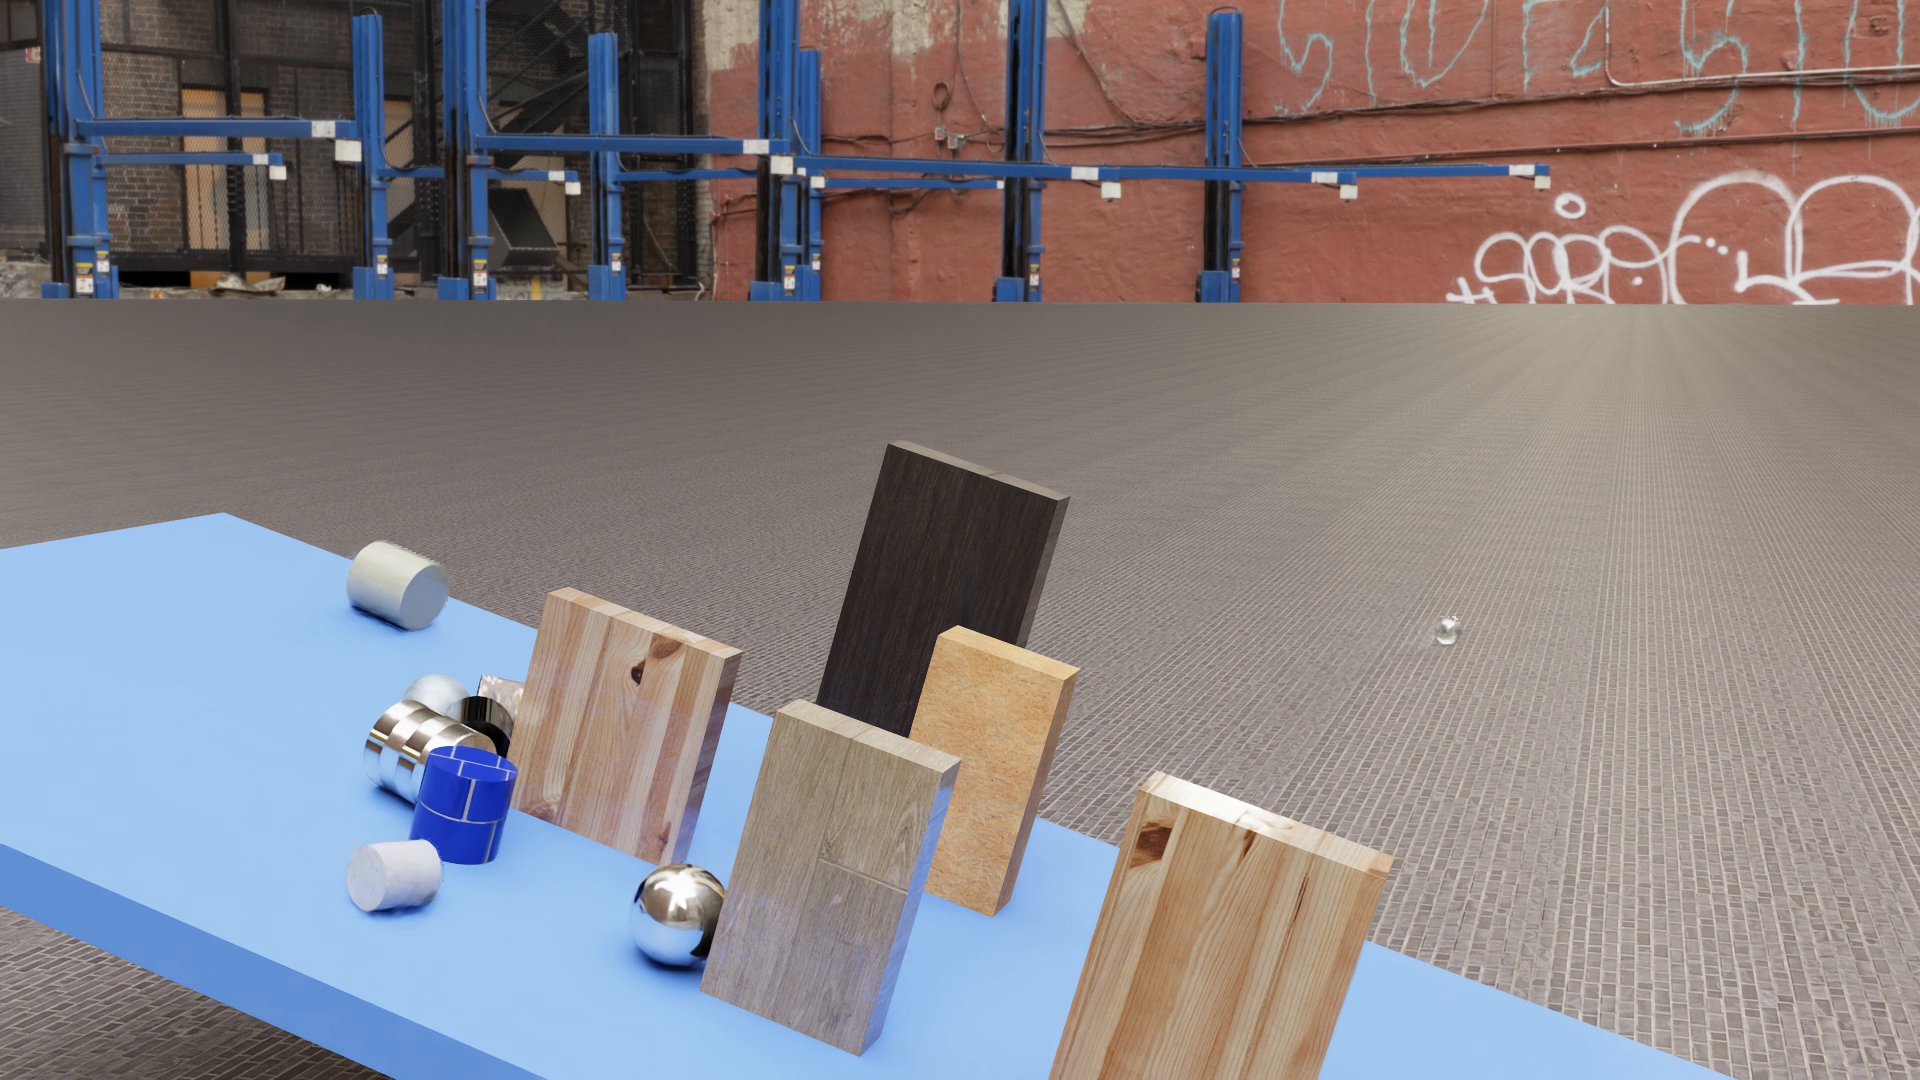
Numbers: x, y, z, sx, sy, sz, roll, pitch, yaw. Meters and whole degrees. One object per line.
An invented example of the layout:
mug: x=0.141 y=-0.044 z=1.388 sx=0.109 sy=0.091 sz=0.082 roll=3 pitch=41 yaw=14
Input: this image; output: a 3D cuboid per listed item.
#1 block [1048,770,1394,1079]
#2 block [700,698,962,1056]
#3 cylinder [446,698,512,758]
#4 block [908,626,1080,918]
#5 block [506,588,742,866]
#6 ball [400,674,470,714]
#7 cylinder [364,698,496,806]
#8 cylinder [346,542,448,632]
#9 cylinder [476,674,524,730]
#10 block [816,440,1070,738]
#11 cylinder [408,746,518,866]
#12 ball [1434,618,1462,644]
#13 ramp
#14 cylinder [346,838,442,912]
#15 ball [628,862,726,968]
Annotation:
block: x=0.356 y=0.727 z=3.263 sx=0.370 sy=0.668 sz=0.126 roll=19 pitch=12 yaw=14
block: x=-0.218 y=0.561 z=3.668 sx=0.299 sy=0.510 sz=0.107 roll=19 pitch=12 yaw=14
cylinder: x=-0.956 y=0.401 z=4.339 sx=0.147 sy=0.147 sz=0.147 roll=-1 pitch=12 yaw=-12
block: x=0.030 y=0.466 z=4.454 sx=0.270 sy=0.513 sz=0.131 roll=19 pitch=12 yaw=14
block: x=-0.657 y=0.359 z=4.223 sx=0.380 sy=0.432 sz=0.087 roll=19 pitch=12 yaw=14
ball: x=-1.062 y=0.345 z=4.458 sx=0.146 sy=0.146 sz=0.146 roll=0 pitch=7 yaw=0
cylinder: x=-0.999 y=0.414 z=4.147 sx=0.174 sy=0.174 sz=0.174 roll=27 pitch=20 yaw=28
cylinder: x=-1.324 y=0.108 z=5.177 sx=0.166 sy=0.166 sz=0.166 roll=21 pitch=15 yaw=23
cylinder: x=-0.916 y=0.370 z=4.501 sx=0.162 sy=0.162 sz=0.162 roll=13 pitch=4 yaw=-13
block: x=-0.065 y=0.218 z=4.818 sx=0.396 sy=0.785 sz=0.107 roll=19 pitch=12 yaw=14
cylinder: x=-0.902 y=0.480 z=3.989 sx=0.163 sy=0.163 sz=0.163 roll=15 pitch=11 yaw=-3
ball: x=2.447 y=0.457 z=11.031 sx=0.137 sy=0.137 sz=0.137 roll=0 pitch=7 yaw=0
ramp: x=-0.372 y=0.721 z=4.236 sx=4.000 sy=0.100 sz=2.000 roll=19 pitch=12 yaw=14
cylinder: x=-0.946 y=0.560 z=3.677 sx=0.111 sy=0.111 sz=0.111 roll=6 pitch=3 yaw=40
ball: x=-0.479 y=0.642 z=3.766 sx=0.176 sy=0.176 sz=0.176 roll=0 pitch=7 yaw=0
